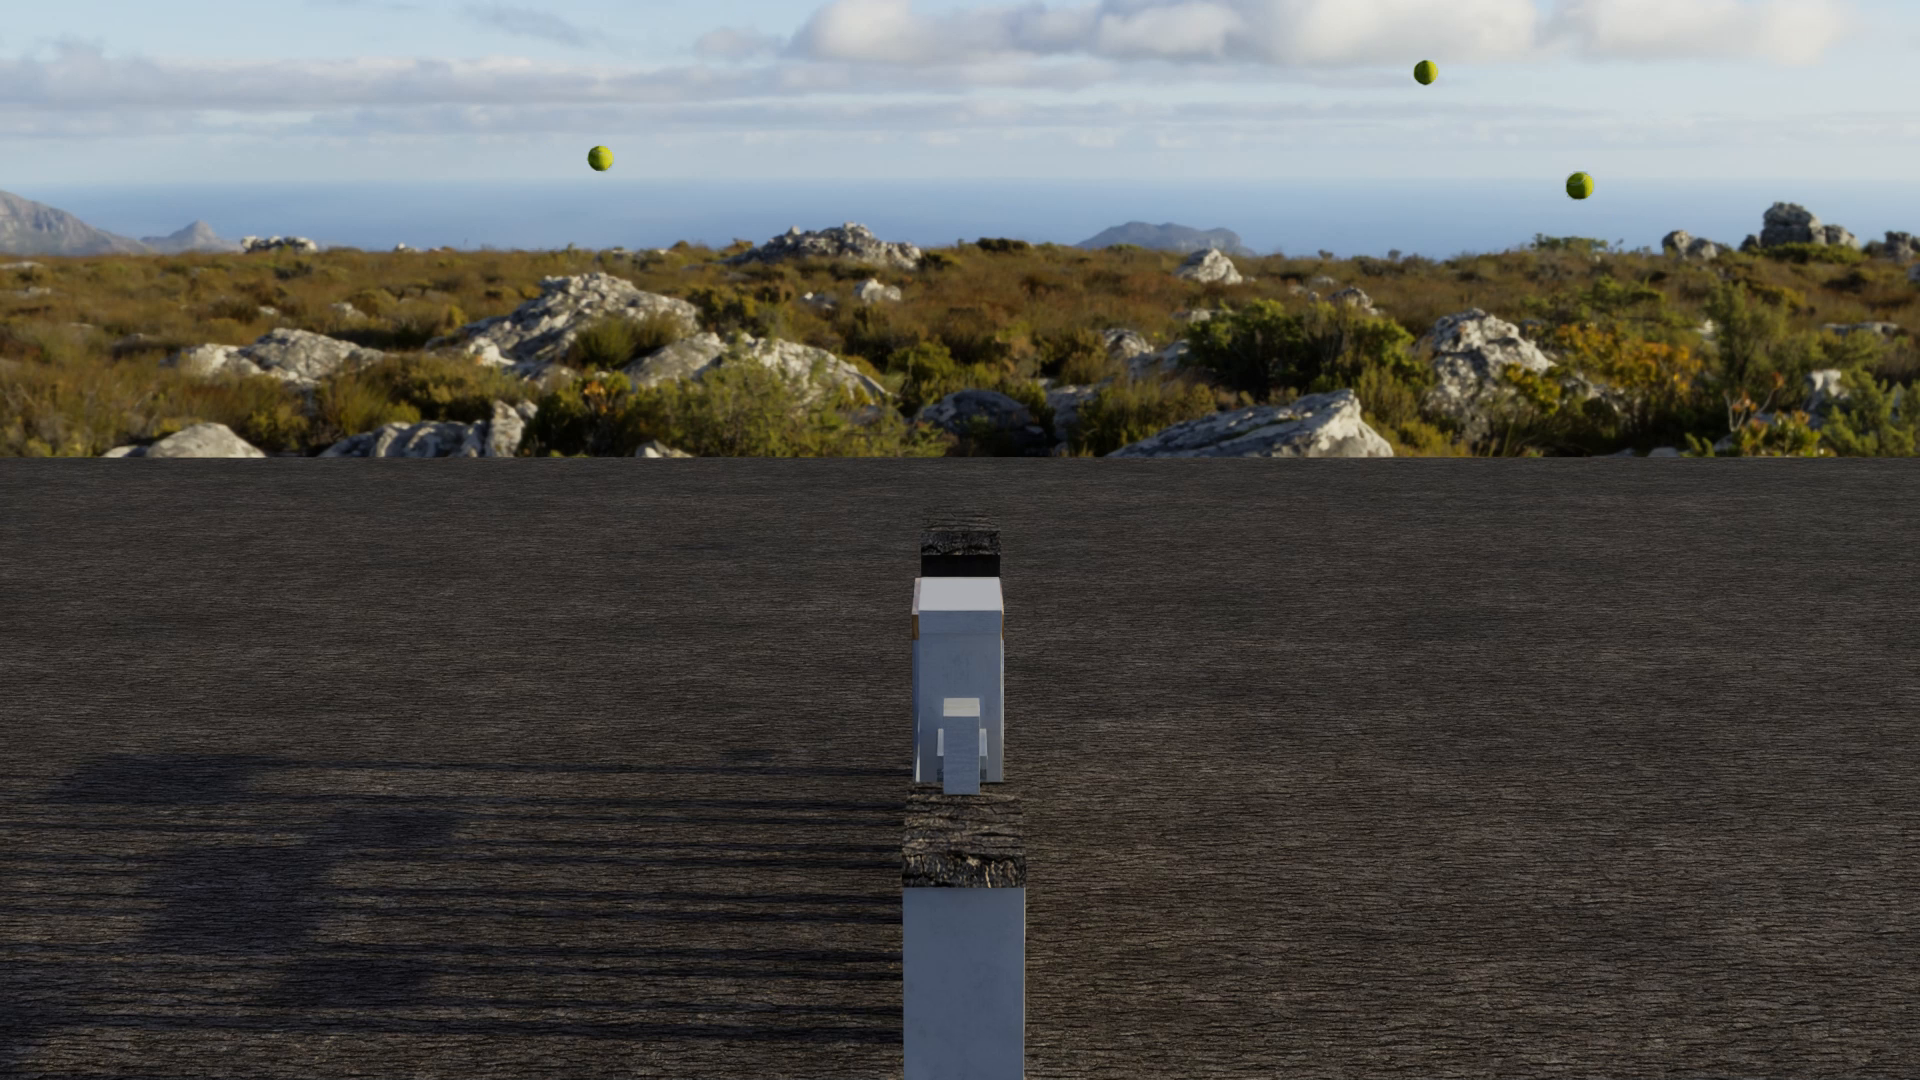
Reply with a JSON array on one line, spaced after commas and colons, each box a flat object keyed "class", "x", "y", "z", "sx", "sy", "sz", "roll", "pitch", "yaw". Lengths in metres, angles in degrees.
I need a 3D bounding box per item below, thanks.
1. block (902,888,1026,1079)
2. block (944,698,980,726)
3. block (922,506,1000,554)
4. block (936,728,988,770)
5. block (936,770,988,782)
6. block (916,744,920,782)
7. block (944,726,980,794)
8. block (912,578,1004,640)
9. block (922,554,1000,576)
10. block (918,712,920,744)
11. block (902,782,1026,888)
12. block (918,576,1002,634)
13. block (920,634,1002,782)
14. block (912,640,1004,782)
[{"class": "block", "x": 0.005, "y": 0.583, "z": 2.854, "sx": 0.156, "sy": 0.312, "sz": 0.044, "roll": 0, "pitch": 11, "yaw": 0}, {"class": "block", "x": 0.002, "y": 0.237, "z": 3.035, "sx": 0.049, "sy": 0.014, "sz": 0.099, "roll": 0, "pitch": 11, "yaw": 0}, {"class": "block", "x": 0.001, "y": -0.018, "z": 3.752, "sx": 0.131, "sy": 0.037, "sz": 0.263, "roll": 0, "pitch": 11, "yaw": 0}, {"class": "block", "x": 0.003, "y": 0.301, "z": 3.175, "sx": 0.071, "sy": 0.020, "sz": 0.142, "roll": 0, "pitch": 11, "yaw": 0}, {"class": "block", "x": 0.003, "y": 0.390, "z": 3.143, "sx": 0.071, "sy": 0.142, "sz": 0.020, "roll": 0, "pitch": 11, "yaw": 0}, {"class": "block", "x": -0.005, "y": 0.367, "z": 3.413, "sx": 0.124, "sy": 0.035, "sz": 0.248, "roll": 0, "pitch": 11, "yaw": 0}, {"class": "block", "x": 0.002, "y": 0.299, "z": 3.013, "sx": 0.049, "sy": 0.099, "sz": 0.014, "roll": 0, "pitch": 11, "yaw": 0}, {"class": "block", "x": -0.004, "y": 0.129, "z": 4.179, "sx": 0.168, "sy": 0.048, "sz": 0.337, "roll": 0, "pitch": 11, "yaw": 0}, {"class": "block", "x": 0.001, "y": 0.146, "z": 3.693, "sx": 0.131, "sy": 0.263, "sz": 0.037, "roll": 0, "pitch": 11, "yaw": 0}, {"class": "block", "x": -0.002, "y": 0.303, "z": 3.667, "sx": 0.132, "sy": 0.037, "sz": 0.264, "roll": 0, "pitch": 11, "yaw": 0}, {"class": "block", "x": 0.005, "y": 0.388, "z": 2.924, "sx": 0.156, "sy": 0.044, "sz": 0.312, "roll": 0, "pitch": 11, "yaw": 0}, {"class": "block", "x": 0.000, "y": 0.097, "z": 3.338, "sx": 0.122, "sy": 0.035, "sz": 0.244, "roll": 0, "pitch": 11, "yaw": 0}, {"class": "block", "x": 0.001, "y": 0.249, "z": 3.283, "sx": 0.122, "sy": 0.244, "sz": 0.035, "roll": 0, "pitch": 11, "yaw": 0}, {"class": "block", "x": -0.004, "y": 0.338, "z": 4.104, "sx": 0.168, "sy": 0.337, "sz": 0.048, "roll": 0, "pitch": 11, "yaw": 0}]
